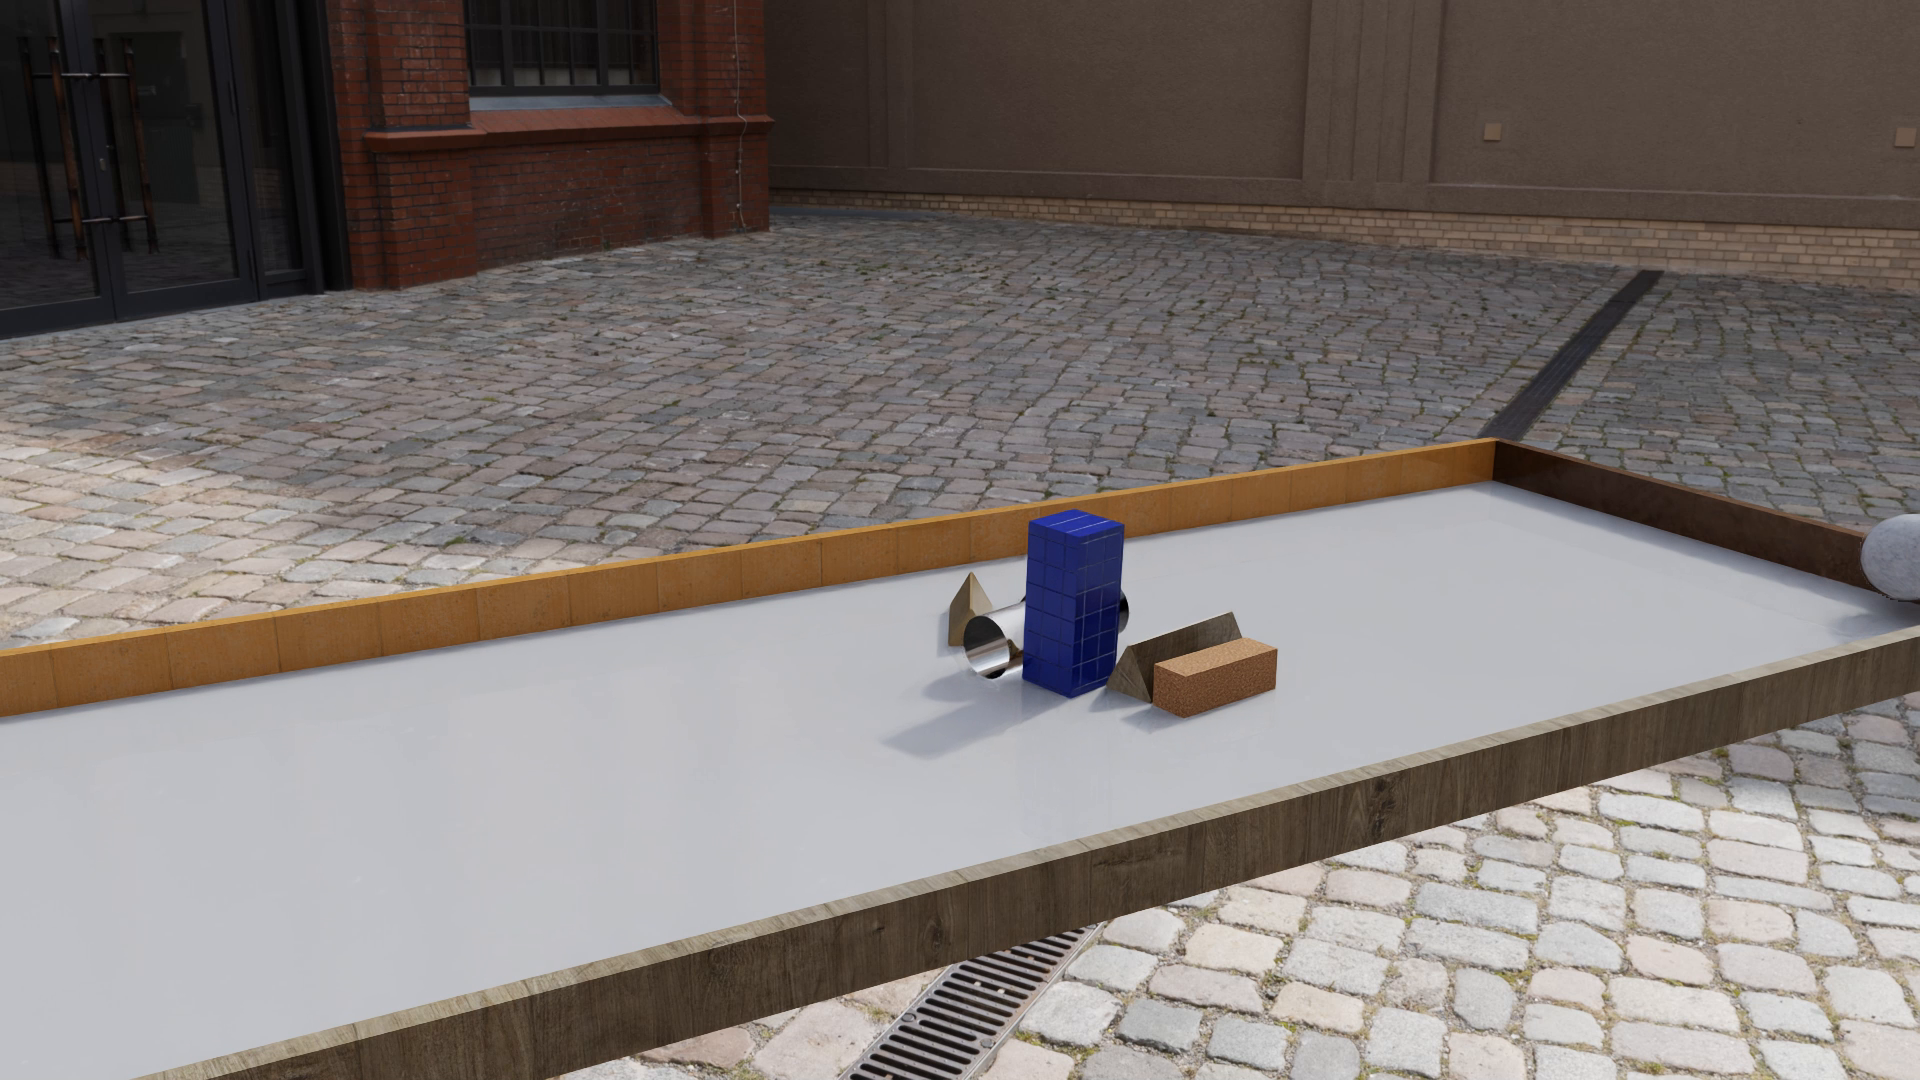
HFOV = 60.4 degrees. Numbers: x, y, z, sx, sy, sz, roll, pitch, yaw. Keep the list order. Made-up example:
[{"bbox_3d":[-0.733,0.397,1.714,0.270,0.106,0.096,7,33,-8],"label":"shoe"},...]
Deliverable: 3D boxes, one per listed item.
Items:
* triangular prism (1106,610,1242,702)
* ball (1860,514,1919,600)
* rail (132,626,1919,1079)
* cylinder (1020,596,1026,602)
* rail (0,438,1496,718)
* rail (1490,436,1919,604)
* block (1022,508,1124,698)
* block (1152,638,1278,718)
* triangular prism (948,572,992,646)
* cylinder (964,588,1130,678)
[{"bbox_3d":[0.557,0.280,4.161,0.389,0.128,0.148,-14,21,-40],"label":"triangular prism"},{"bbox_3d":[2.651,0.047,4.604,0.240,0.240,0.240,0,16,0],"label":"ball"},{"bbox_3d":[-2.336,1.006,1.665,12.000,0.150,0.050,-9,18,-27],"label":"rail"},{"bbox_3d":[0.287,0.146,4.648,0.119,0.119,0.401,6,18,20],"label":"cylinder"},{"bbox_3d":[-3.305,0.497,3.399,12.000,0.150,0.050,-9,18,-27],"label":"rail"},{"bbox_3d":[2.466,-0.048,5.253,0.050,0.150,2.100,-9,18,-27],"label":"rail"},{"bbox_3d":[0.279,0.155,4.080,0.165,0.415,0.165,-15,25,-42],"label":"block"},{"bbox_3d":[0.626,0.334,4.032,0.318,0.106,0.106,-12,20,-36],"label":"block"},{"bbox_3d":[0.031,0.185,4.534,0.118,0.102,0.328,0,16,0],"label":"triangular prism"},{"bbox_3d":[0.230,0.225,4.298,0.458,0.164,0.164,-15,22,-42],"label":"cylinder"}]
